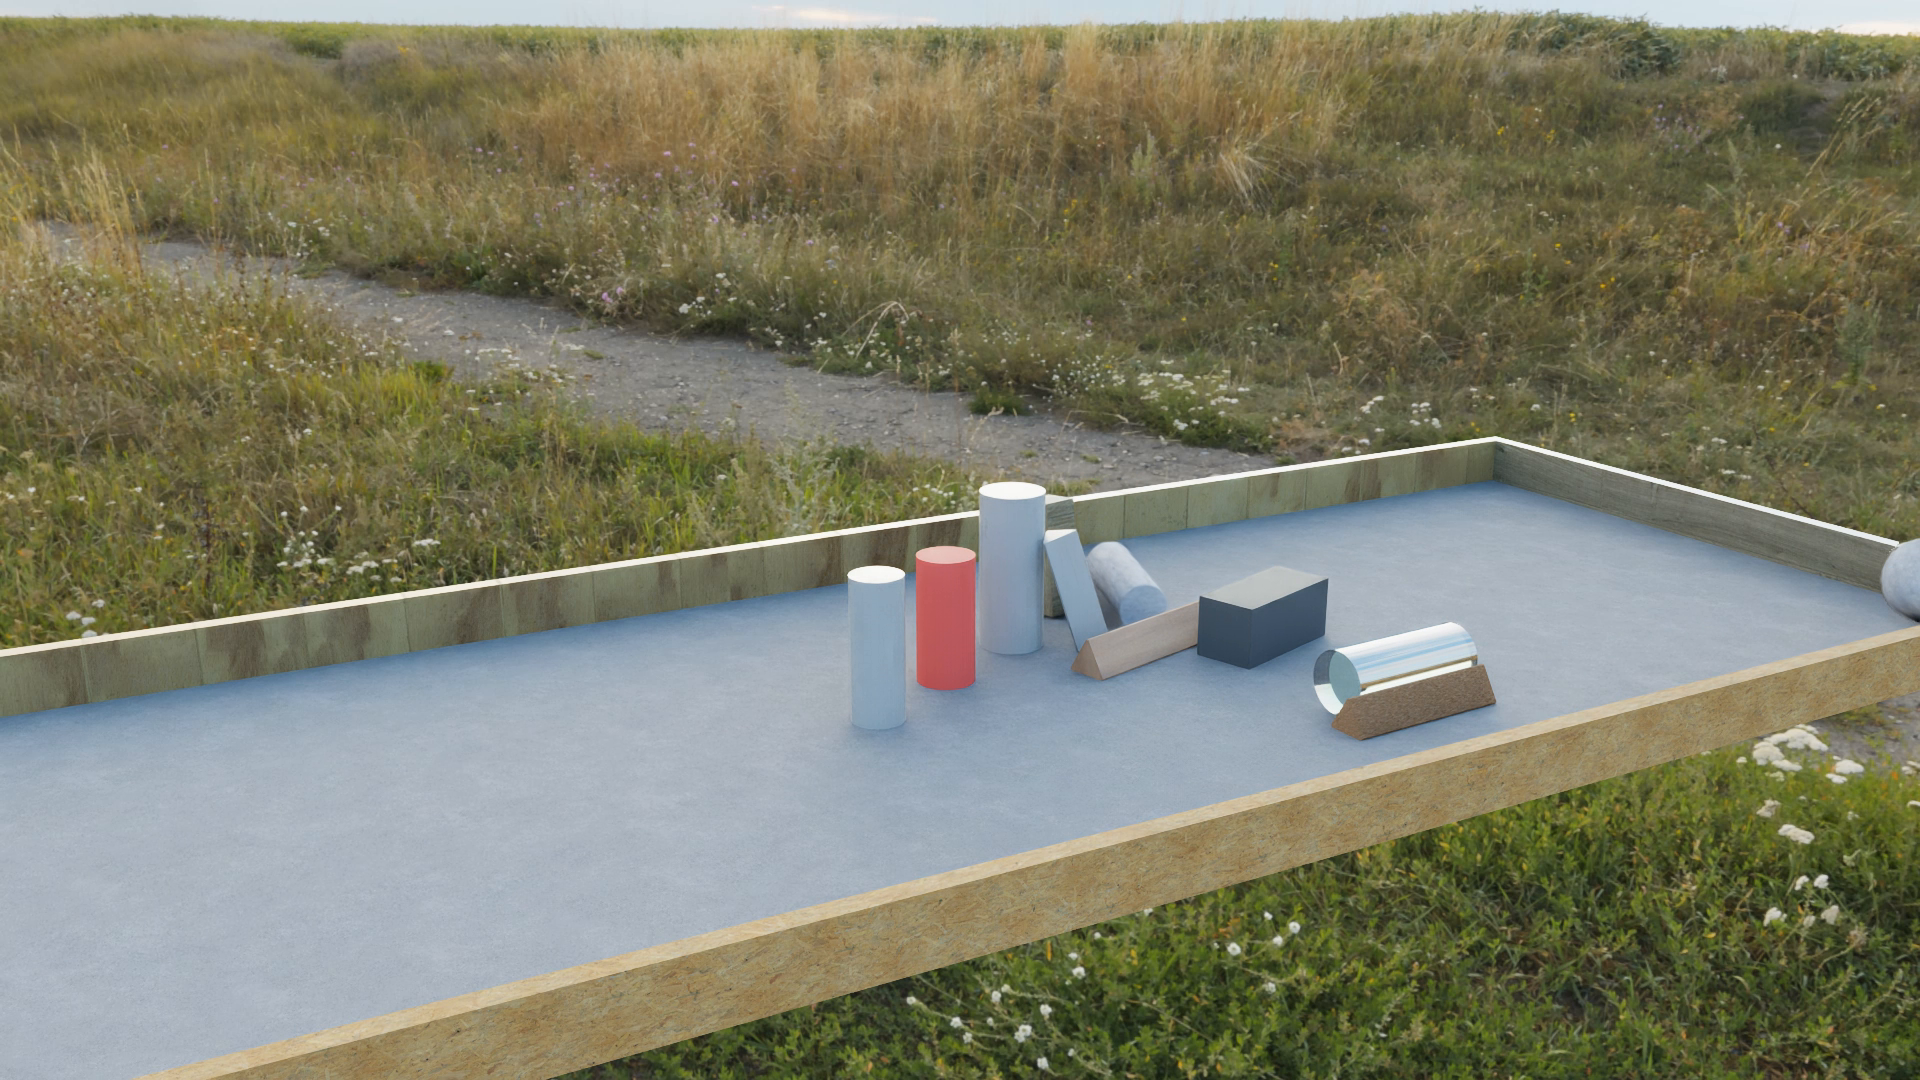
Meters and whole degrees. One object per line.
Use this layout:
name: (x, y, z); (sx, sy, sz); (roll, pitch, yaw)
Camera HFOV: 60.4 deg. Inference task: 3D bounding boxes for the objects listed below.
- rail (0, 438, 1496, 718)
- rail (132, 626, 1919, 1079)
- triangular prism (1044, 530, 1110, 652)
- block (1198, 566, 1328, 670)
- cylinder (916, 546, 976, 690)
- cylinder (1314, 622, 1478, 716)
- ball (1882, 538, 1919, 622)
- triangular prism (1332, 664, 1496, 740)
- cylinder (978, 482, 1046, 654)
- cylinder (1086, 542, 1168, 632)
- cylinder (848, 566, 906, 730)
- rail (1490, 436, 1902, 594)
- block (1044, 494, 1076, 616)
rail: (-3.305, 0.497, 3.399); (12.000, 0.150, 0.050); (-9, 18, -27)
rail: (-2.336, 1.006, 1.665); (12.000, 0.150, 0.050); (-9, 18, -27)
triangular prism: (0.292, 0.126, 4.354); (0.098, 0.314, 0.085); (-23, 18, -15)
block: (0.806, 0.201, 4.381); (0.163, 0.163, 0.364); (15, 22, 41)
cylinder: (-0.035, 0.194, 4.112); (0.148, 0.328, 0.148); (0, 16, 0)
cylinder: (1.060, 0.312, 4.009); (0.387, 0.161, 0.161); (-10, 19, -29)
ball: (2.681, 0.110, 4.554); (0.240, 0.240, 0.240); (0, 16, 0)
triangular prism: (1.085, 0.375, 3.920); (0.441, 0.085, 0.099); (-10, 19, -29)
cylinder: (0.137, 0.074, 4.355); (0.174, 0.423, 0.174); (0, 17, 0)
cylinder: (0.469, 0.128, 4.680); (0.135, 0.135, 0.418); (-2, 17, -8)
cylinder: (-0.194, 0.252, 3.863); (0.132, 0.359, 0.132); (0, 16, 0)
rail: (2.466, -0.048, 5.253); (0.050, 0.150, 2.100); (-9, 18, -27)
block: (0.254, 0.043, 4.627); (0.102, 0.320, 0.102); (-13, 15, -38)
